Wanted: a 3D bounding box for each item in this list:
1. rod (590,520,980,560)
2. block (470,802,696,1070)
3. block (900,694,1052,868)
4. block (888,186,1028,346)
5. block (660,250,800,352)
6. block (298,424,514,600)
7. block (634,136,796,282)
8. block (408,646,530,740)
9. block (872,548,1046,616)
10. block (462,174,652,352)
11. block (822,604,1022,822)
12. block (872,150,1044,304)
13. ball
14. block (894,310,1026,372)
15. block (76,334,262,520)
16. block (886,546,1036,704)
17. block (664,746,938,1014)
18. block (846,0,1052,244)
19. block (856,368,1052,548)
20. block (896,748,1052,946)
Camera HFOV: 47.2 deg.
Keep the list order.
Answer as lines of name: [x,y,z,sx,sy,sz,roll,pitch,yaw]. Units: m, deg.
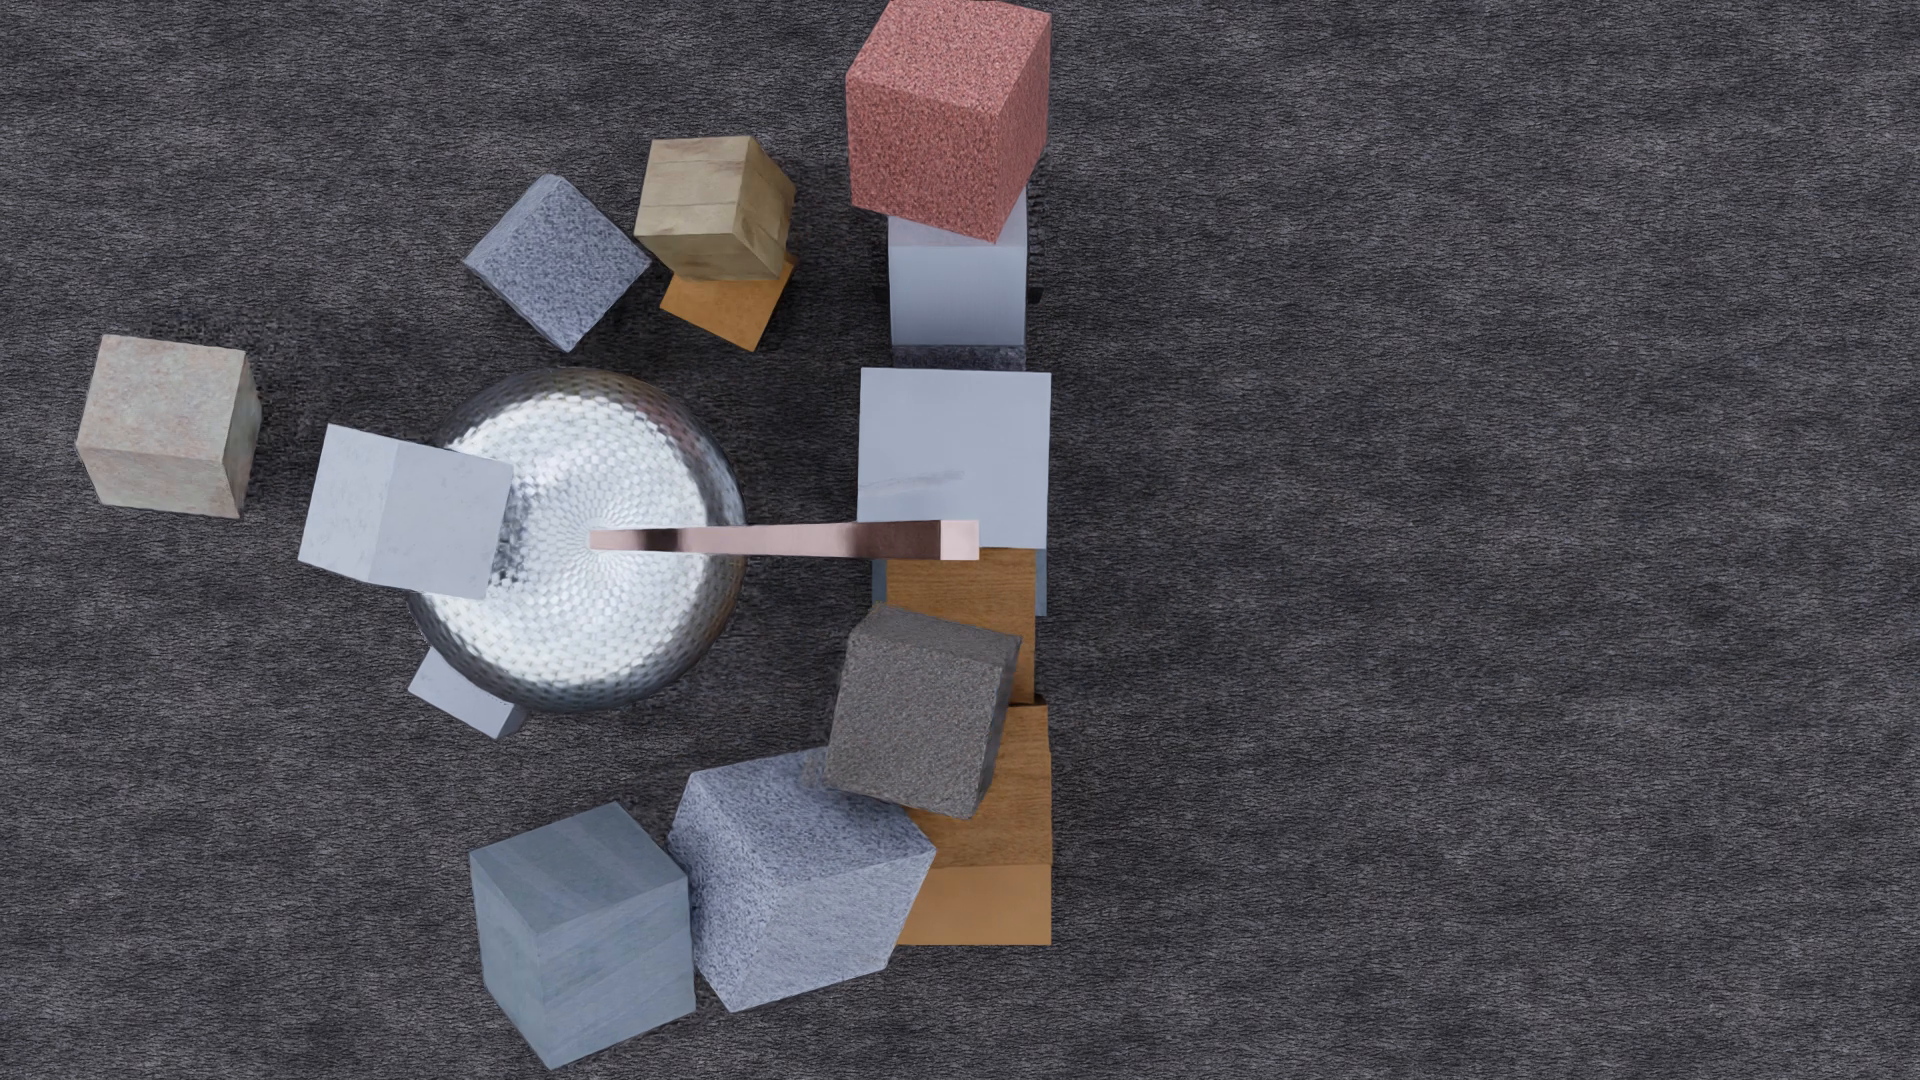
rod: [-0.769,0.000,6.884,0.080,5.200,0.080,0,90,-17]
block: [-1.835,1.914,10.729,0.782,0.757,0.814,-17,123,-30]
block: [0.006,1.260,11.618,0.904,0.874,0.807,-2,90,0]
block: [-0.012,-1.561,11.639,0.704,0.750,0.749,0,53,0]
block: [-1.304,-1.472,12.559,0.579,0.643,0.538,25,100,-5]
block: [-2.304,-0.116,9.153,0.559,0.559,0.583,13,90,44]
block: [-1.303,-1.762,11.764,0.582,0.586,0.556,2,72,22]
block: [-2.728,0.745,12.679,0.568,0.641,0.542,29,90,0]
block: [-0.003,-0.062,12.561,0.962,0.877,0.963,0,90,0]
block: [-2.297,-1.582,12.493,0.674,0.764,0.696,44,85,-21]
block: [-0.180,0.831,10.761,0.746,0.629,0.778,13,102,8]
block: [-0.011,-1.810,12.582,0.958,0.837,0.820,0,90,0]
ball: [-1.775,0.000,10.131,1.600,1.600,1.600,0,90,0]
block: [-0.002,-0.973,12.548,0.724,0.904,0.834,0,90,0]
block: [-4.421,-0.628,12.359,0.765,0.745,0.694,6,65,-7]
block: [0.004,0.431,11.720,0.765,0.807,0.801,1,91,0]
block: [-0.841,1.654,10.907,0.825,0.955,0.829,46,127,35]
block: [-0.051,-2.159,11.079,0.784,0.862,0.780,17,55,12]
block: [-0.033,-0.434,11.673,0.971,0.856,0.900,2,92,0]
block: [-0.004,1.693,12.528,1.006,0.945,1.055,0,90,0]
